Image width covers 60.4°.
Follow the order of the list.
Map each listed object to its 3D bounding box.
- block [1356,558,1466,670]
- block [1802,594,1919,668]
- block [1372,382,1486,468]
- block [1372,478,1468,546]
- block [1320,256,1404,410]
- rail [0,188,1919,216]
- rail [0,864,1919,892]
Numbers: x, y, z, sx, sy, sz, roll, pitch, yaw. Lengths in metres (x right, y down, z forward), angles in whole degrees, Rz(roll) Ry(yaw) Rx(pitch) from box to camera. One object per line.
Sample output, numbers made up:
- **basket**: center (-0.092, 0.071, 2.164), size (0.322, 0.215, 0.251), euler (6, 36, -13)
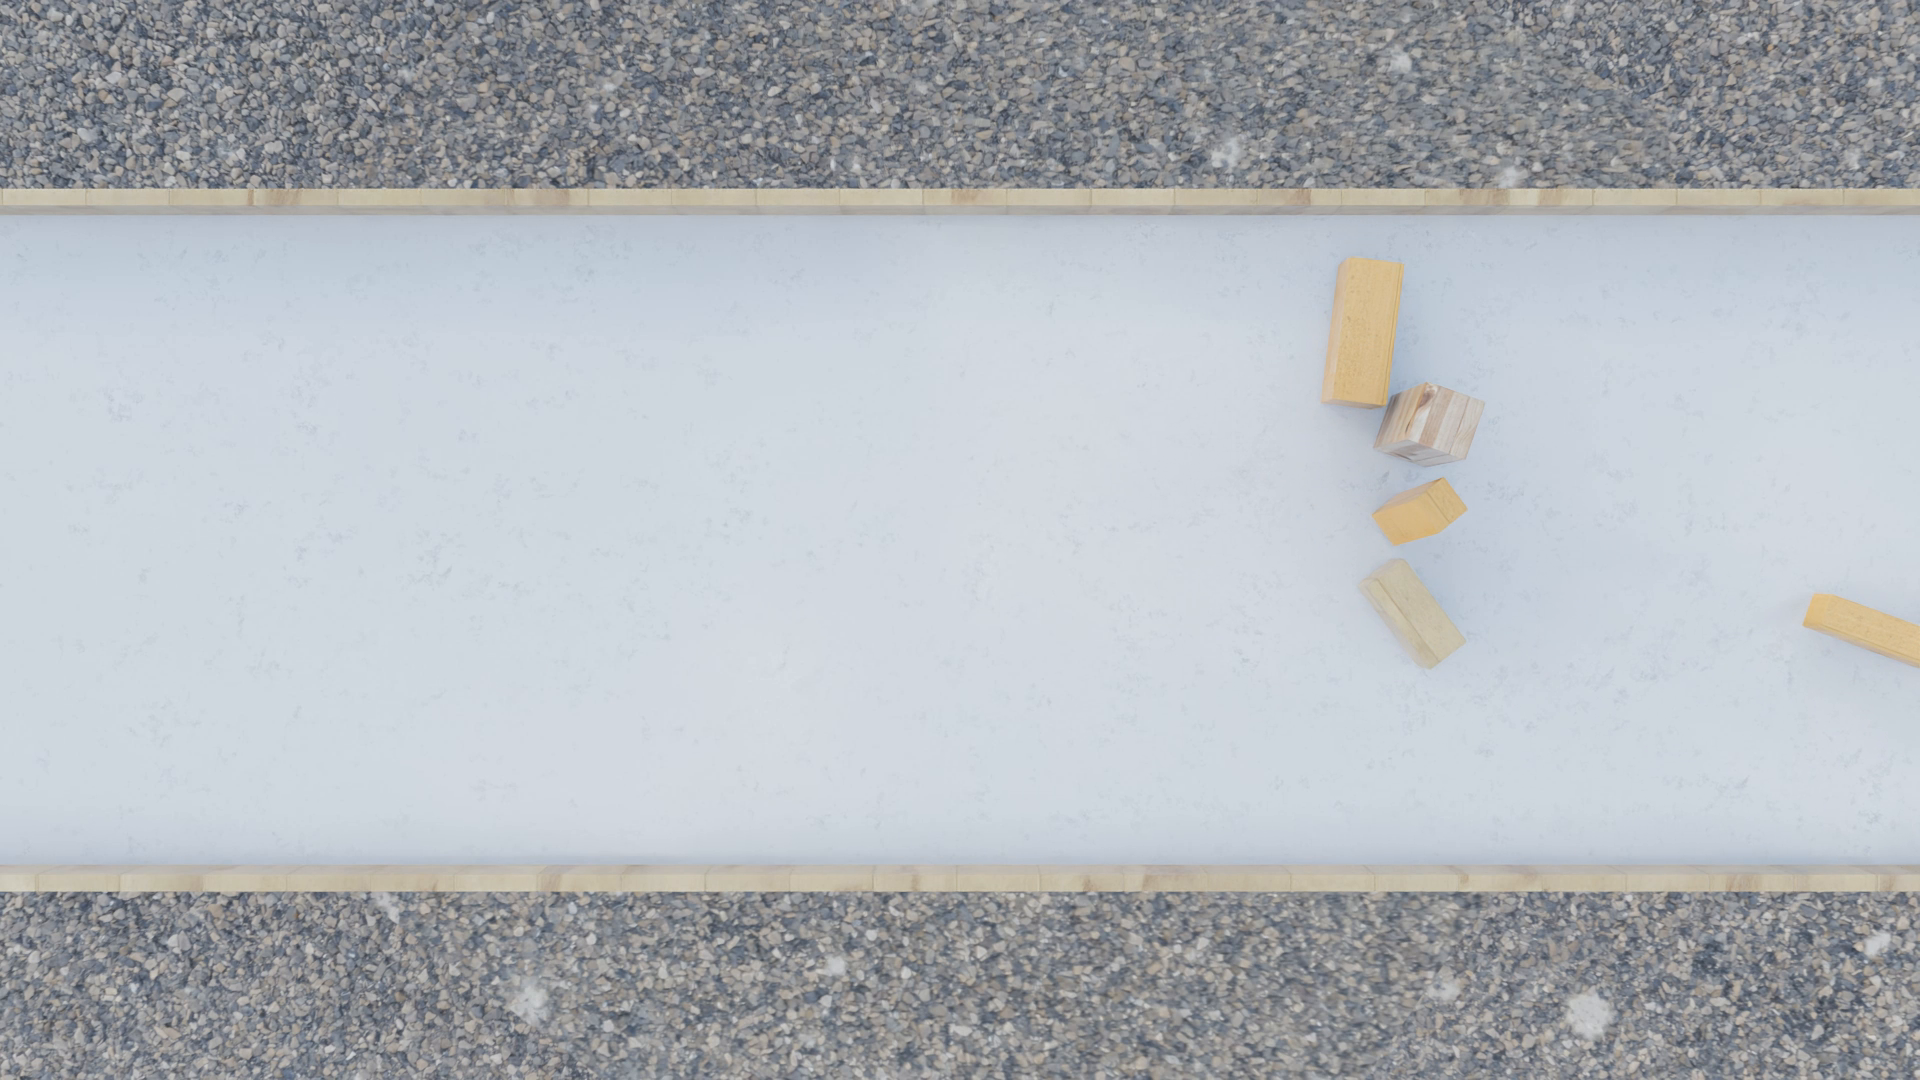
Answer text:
- **block**: center (1.370, 0.222, 5.007), size (0.138, 0.138, 0.313), euler (-37, 90, 0)
- **block**: center (2.825, 0.292, 5.023), size (0.458, 0.108, 0.108), euler (20, 90, 0)
- **block**: center (1.375, -0.335, 4.859), size (0.173, 0.432, 0.173), euler (20, 90, 1)
- **block**: center (1.366, -0.082, 4.916), size (0.118, 0.303, 0.118), euler (-37, 90, -12)
- **block**: center (1.217, -0.622, 4.995), size (0.163, 0.163, 0.427), euler (7, 90, 0)
- **rail**: center (-2.247, -1.025, 5.002), size (12.000, 0.150, 0.050), euler (0, 90, 0)
- **rail**: center (-2.247, 1.025, 5.001), size (12.000, 0.150, 0.050), euler (0, 90, 0)
